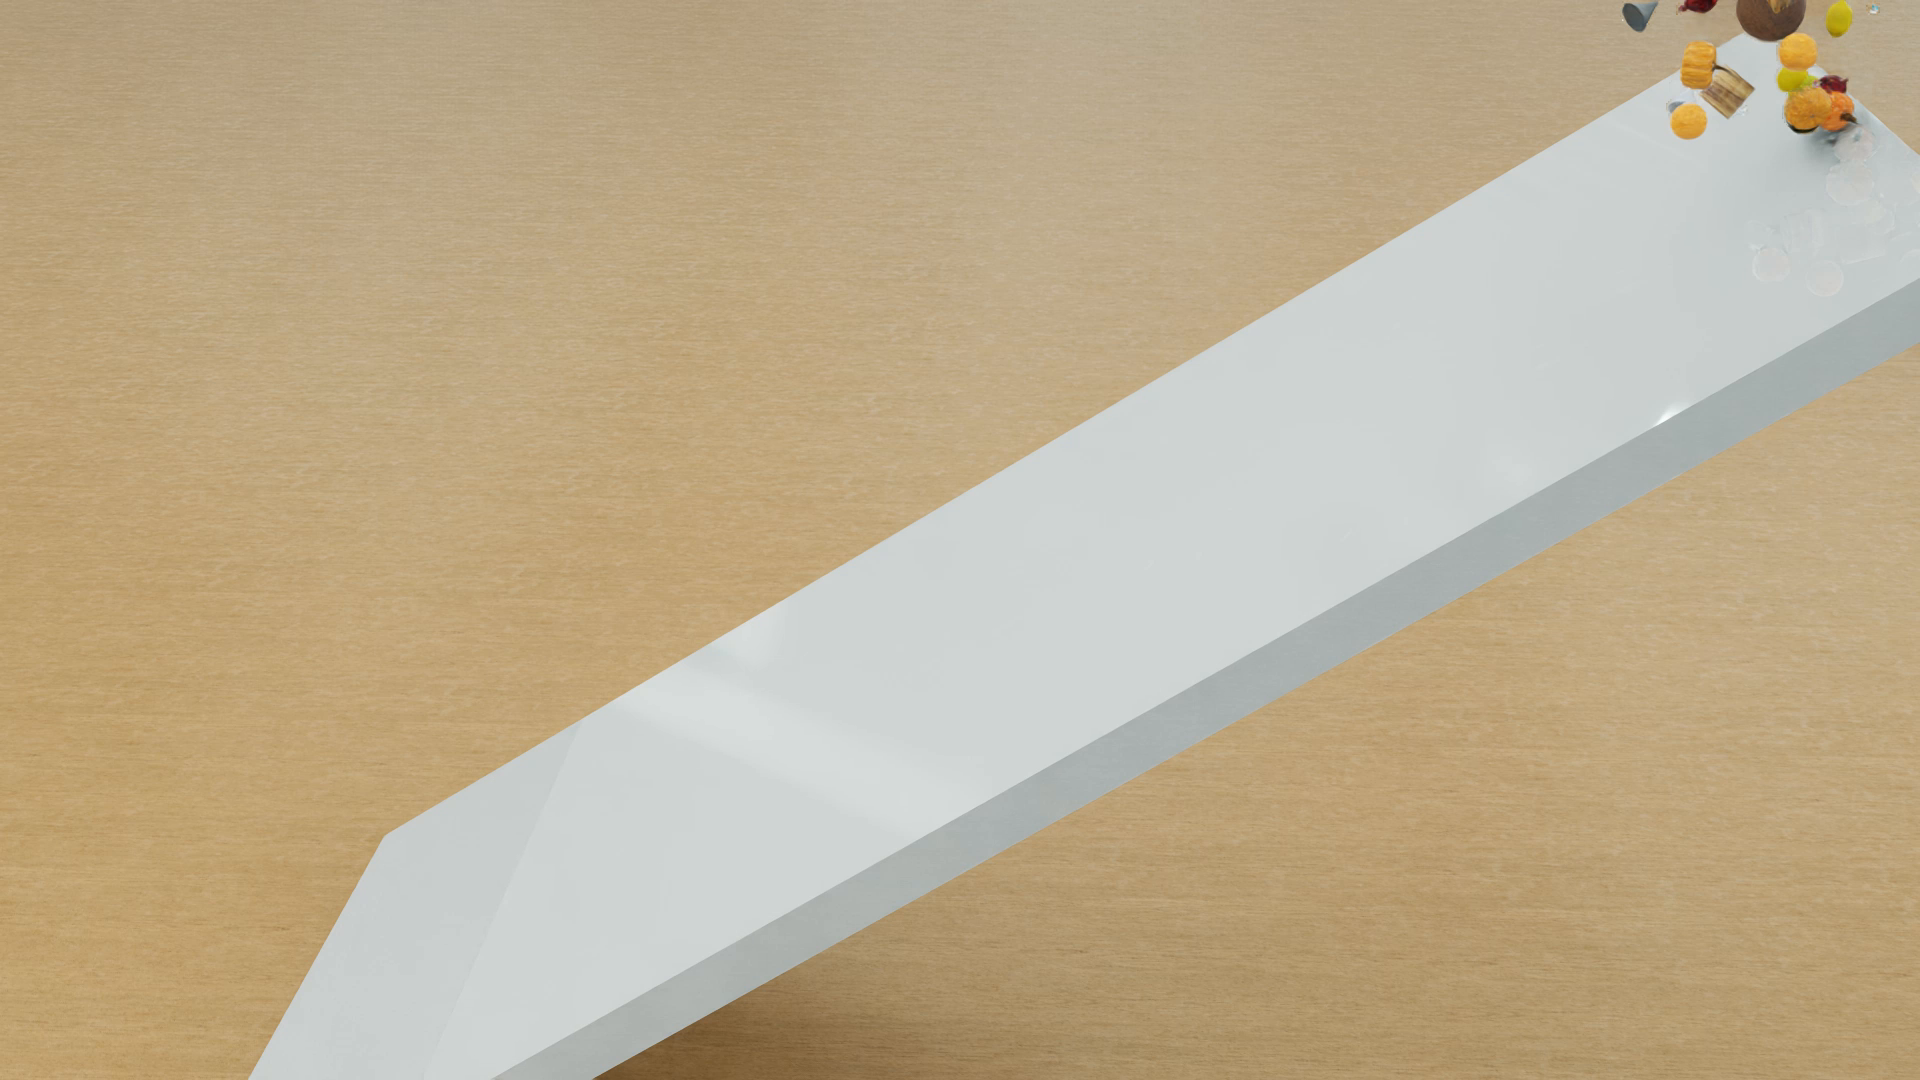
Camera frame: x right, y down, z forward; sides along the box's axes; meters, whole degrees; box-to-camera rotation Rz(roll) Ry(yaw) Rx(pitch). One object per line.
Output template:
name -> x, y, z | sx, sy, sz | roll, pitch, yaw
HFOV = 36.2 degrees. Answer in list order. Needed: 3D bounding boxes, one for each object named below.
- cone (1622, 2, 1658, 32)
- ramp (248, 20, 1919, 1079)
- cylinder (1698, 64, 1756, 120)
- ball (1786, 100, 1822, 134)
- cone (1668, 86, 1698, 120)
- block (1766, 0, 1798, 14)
cone -> 1.346, -1.039, 5.767 | 0.064, 0.064, 0.064 | -33, 31, -15
ramp -> 0.140, 0.170, 6.294 | 4.000, 0.100, 2.000 | -30, 15, 14
cylinder -> 1.524, -0.890, 5.843 | 0.079, 0.079, 0.079 | 37, 16, -12
ball -> 1.670, -0.837, 5.819 | 0.068, 0.068, 0.068 | 0, 20, 0
cone -> 1.475, -0.897, 5.965 | 0.062, 0.062, 0.062 | 19, -20, 7
block -> 1.529, -1.025, 5.482 | 0.051, 0.051, 0.051 | -28, -24, 4
